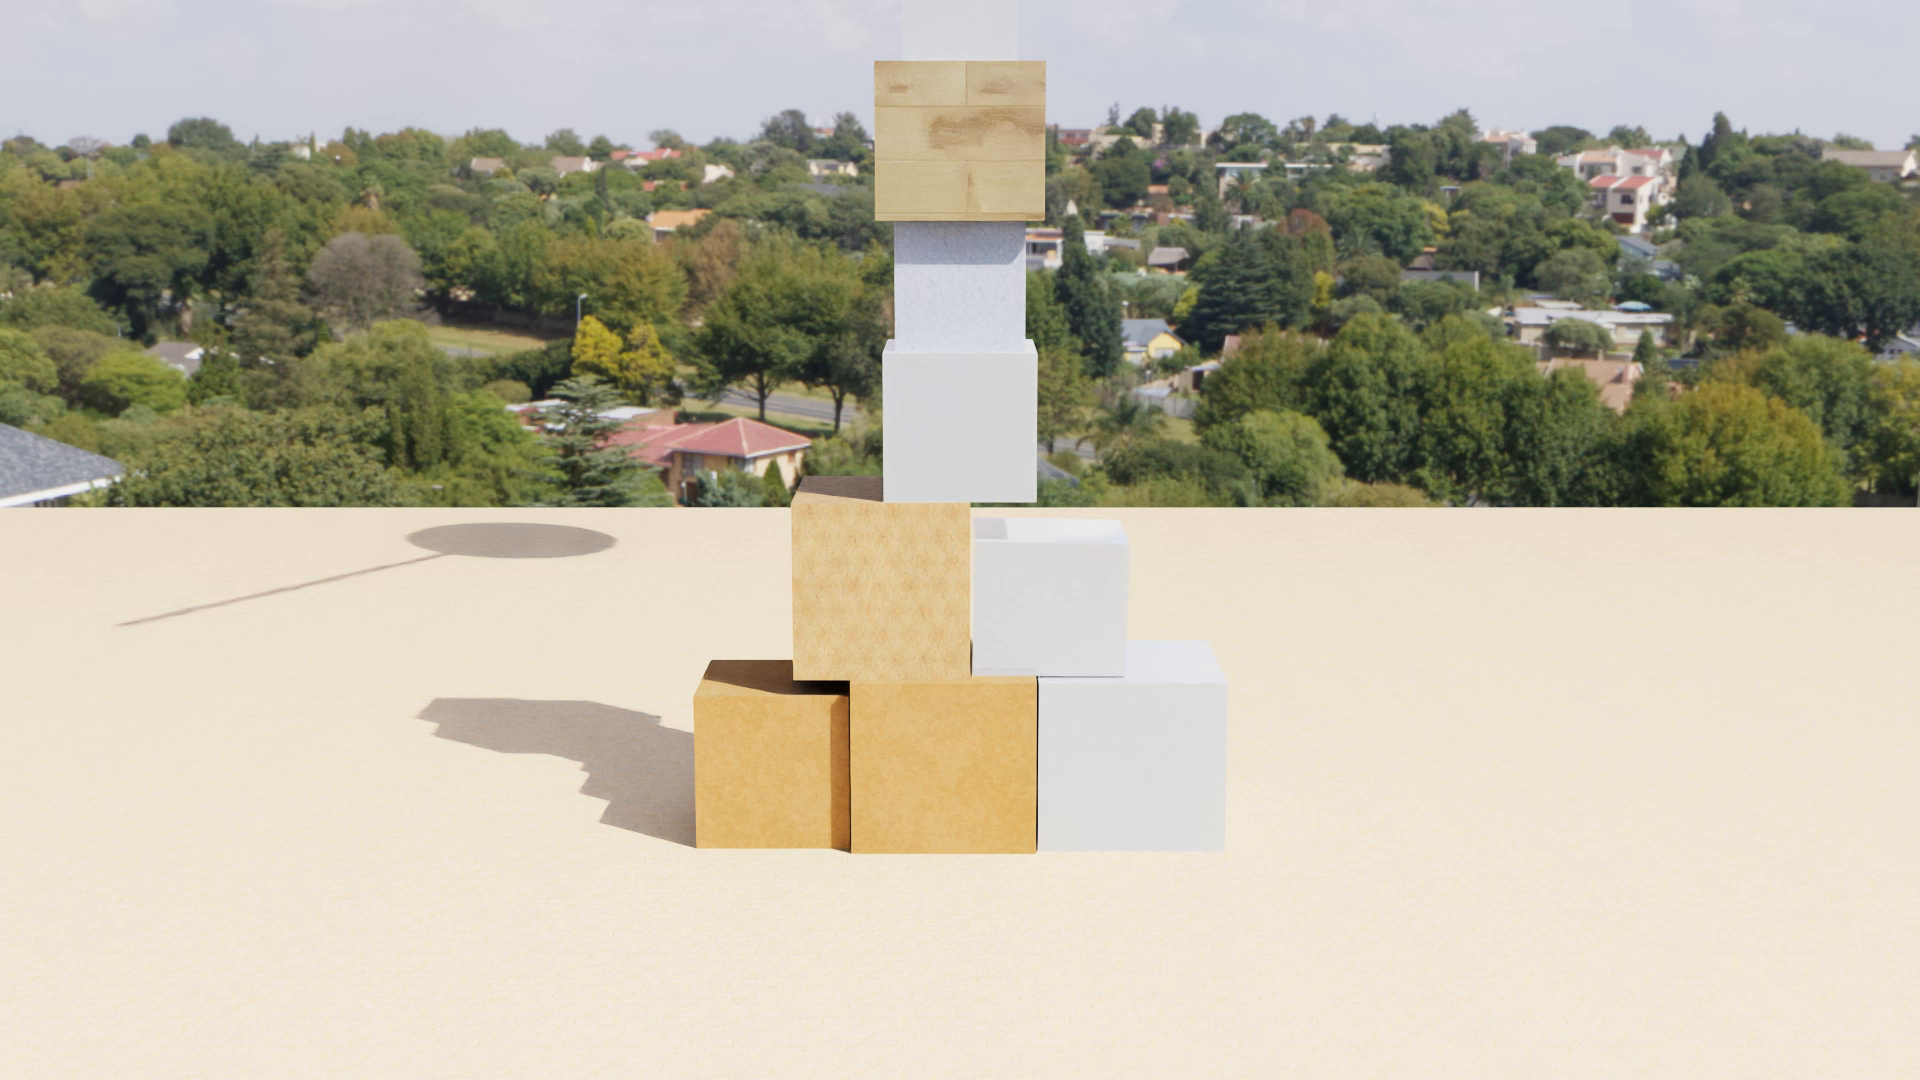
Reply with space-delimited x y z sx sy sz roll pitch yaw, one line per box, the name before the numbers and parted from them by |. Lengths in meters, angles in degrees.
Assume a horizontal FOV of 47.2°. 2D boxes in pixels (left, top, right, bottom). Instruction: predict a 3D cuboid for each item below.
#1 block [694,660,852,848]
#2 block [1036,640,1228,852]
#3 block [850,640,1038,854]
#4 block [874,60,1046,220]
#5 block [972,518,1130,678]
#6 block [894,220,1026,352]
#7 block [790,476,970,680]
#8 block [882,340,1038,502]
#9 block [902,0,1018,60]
block | -0.937 1.092 11.359 0.772 0.786 0.793 0 10 0
block | 0.856 1.048 11.386 0.934 0.865 0.950 0 10 0
block | -0.081 1.050 11.351 0.920 0.874 0.956 0 10 0
block | 0.000 -1.966 10.837 0.809 0.745 0.843 0 10 0
block | 0.450 0.283 11.241 0.763 0.676 0.705 1 10 0
block | 0.000 -1.285 10.956 0.634 0.637 0.589 0 10 0
block | -0.386 0.178 11.232 0.874 0.885 0.897 0 10 0
block | 0.000 -0.612 11.064 0.748 0.728 0.775 0 10 0
block | 0.000 -2.549 10.713 0.548 0.446 0.501 0 10 0
